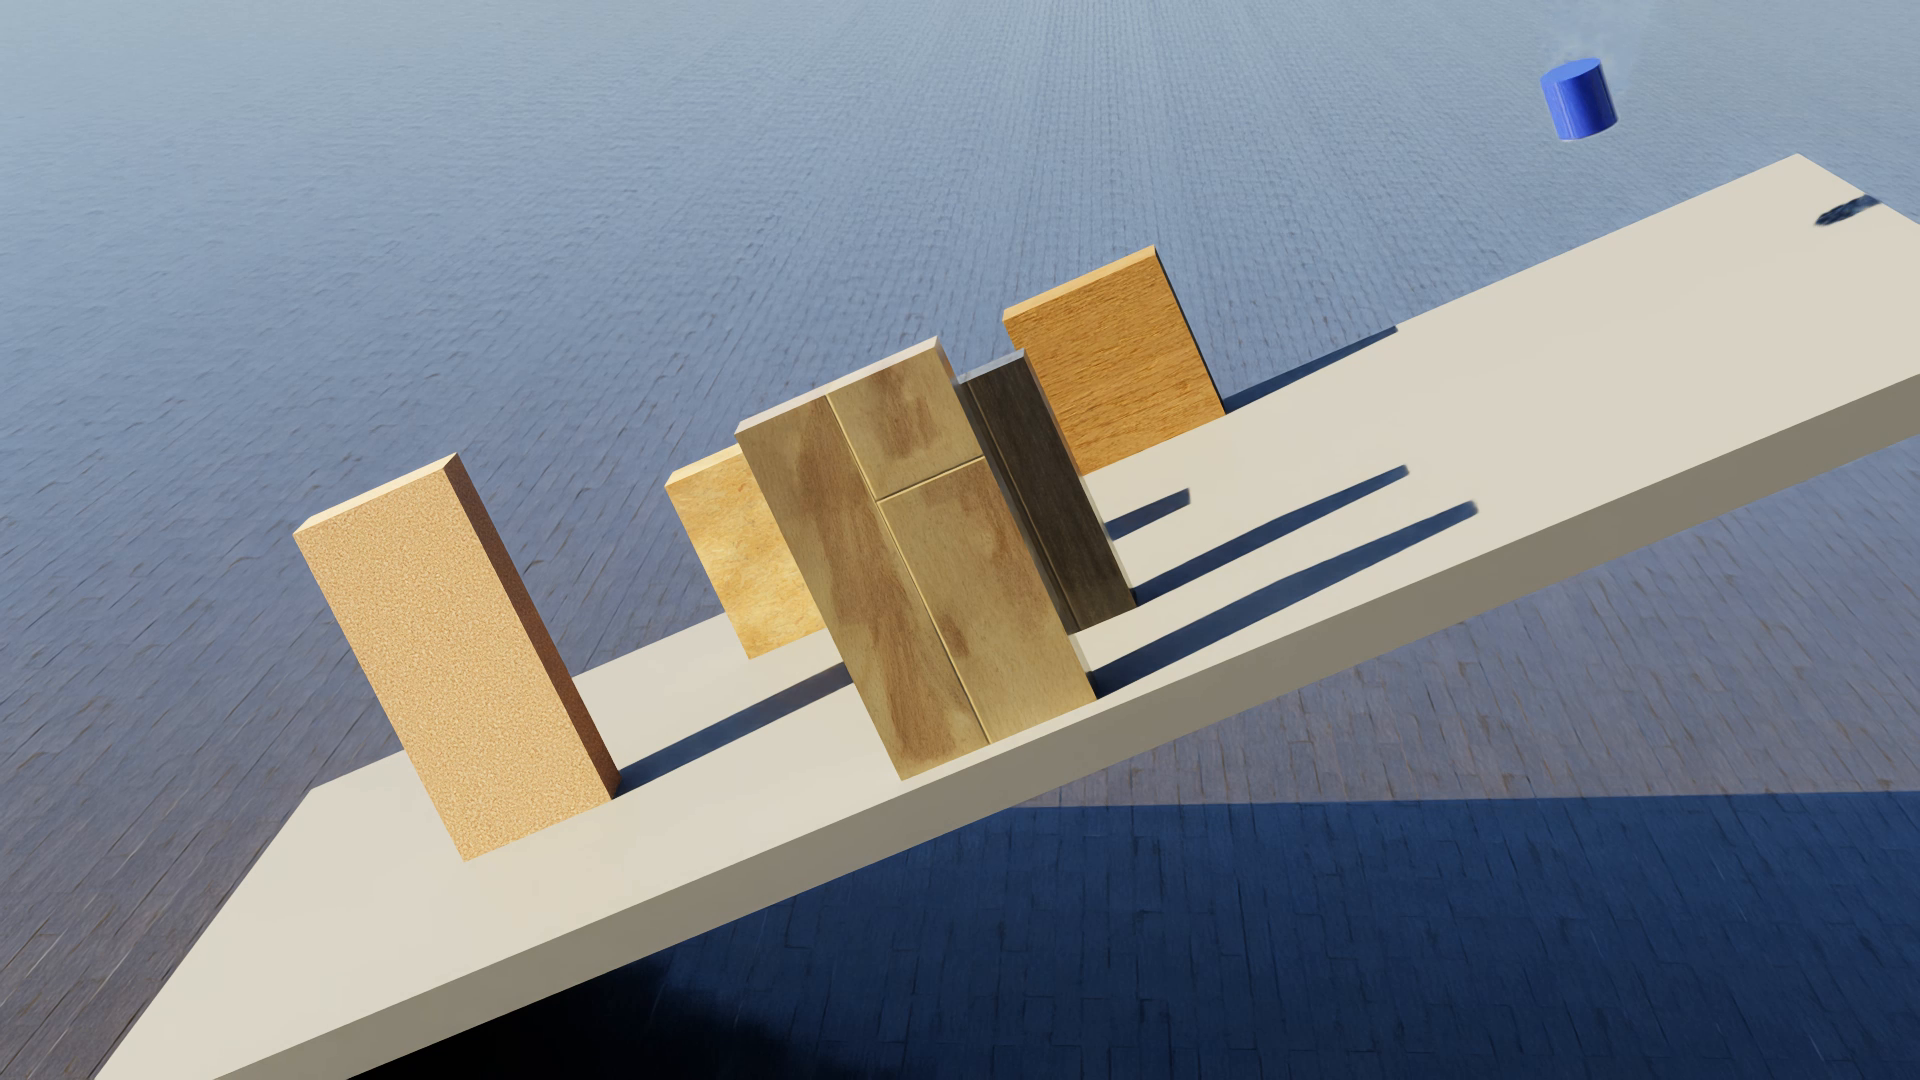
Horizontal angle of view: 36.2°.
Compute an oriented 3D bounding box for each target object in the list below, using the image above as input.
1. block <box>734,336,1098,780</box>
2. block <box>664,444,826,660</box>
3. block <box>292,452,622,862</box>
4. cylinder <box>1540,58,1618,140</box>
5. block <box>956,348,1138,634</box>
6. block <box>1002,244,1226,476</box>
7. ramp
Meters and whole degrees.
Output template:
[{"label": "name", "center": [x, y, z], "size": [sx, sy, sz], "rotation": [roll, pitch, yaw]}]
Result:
[{"label": "block", "center": [-0.075, 0.038, 5.352], "size": [0.393, 0.716, 0.102], "rotation": [-23, 13, 9]}, {"label": "block", "center": [-0.435, 0.000, 6.777], "size": [0.310, 0.451, 0.138], "rotation": [-23, 13, 9]}, {"label": "block", "center": [-1.048, 0.249, 6.172], "size": [0.350, 0.784, 0.139], "rotation": [-23, 13, 9]}, {"label": "cylinder", "center": [1.289, -0.918, 6.122], "size": [0.129, 0.129, 0.129], "rotation": [-20, 19, 7]}, {"label": "block", "center": [0.109, -0.067, 5.802], "size": [0.283, 0.551, 0.089], "rotation": [-23, 13, 9]}, {"label": "block", "center": [0.369, -0.426, 7.039], "size": [0.392, 0.422, 0.141], "rotation": [-23, 13, 9]}, {"label": "ramp", "center": [0.133, 0.170, 6.284], "size": [4.000, 0.100, 2.000], "rotation": [-23, 13, 9]}]
